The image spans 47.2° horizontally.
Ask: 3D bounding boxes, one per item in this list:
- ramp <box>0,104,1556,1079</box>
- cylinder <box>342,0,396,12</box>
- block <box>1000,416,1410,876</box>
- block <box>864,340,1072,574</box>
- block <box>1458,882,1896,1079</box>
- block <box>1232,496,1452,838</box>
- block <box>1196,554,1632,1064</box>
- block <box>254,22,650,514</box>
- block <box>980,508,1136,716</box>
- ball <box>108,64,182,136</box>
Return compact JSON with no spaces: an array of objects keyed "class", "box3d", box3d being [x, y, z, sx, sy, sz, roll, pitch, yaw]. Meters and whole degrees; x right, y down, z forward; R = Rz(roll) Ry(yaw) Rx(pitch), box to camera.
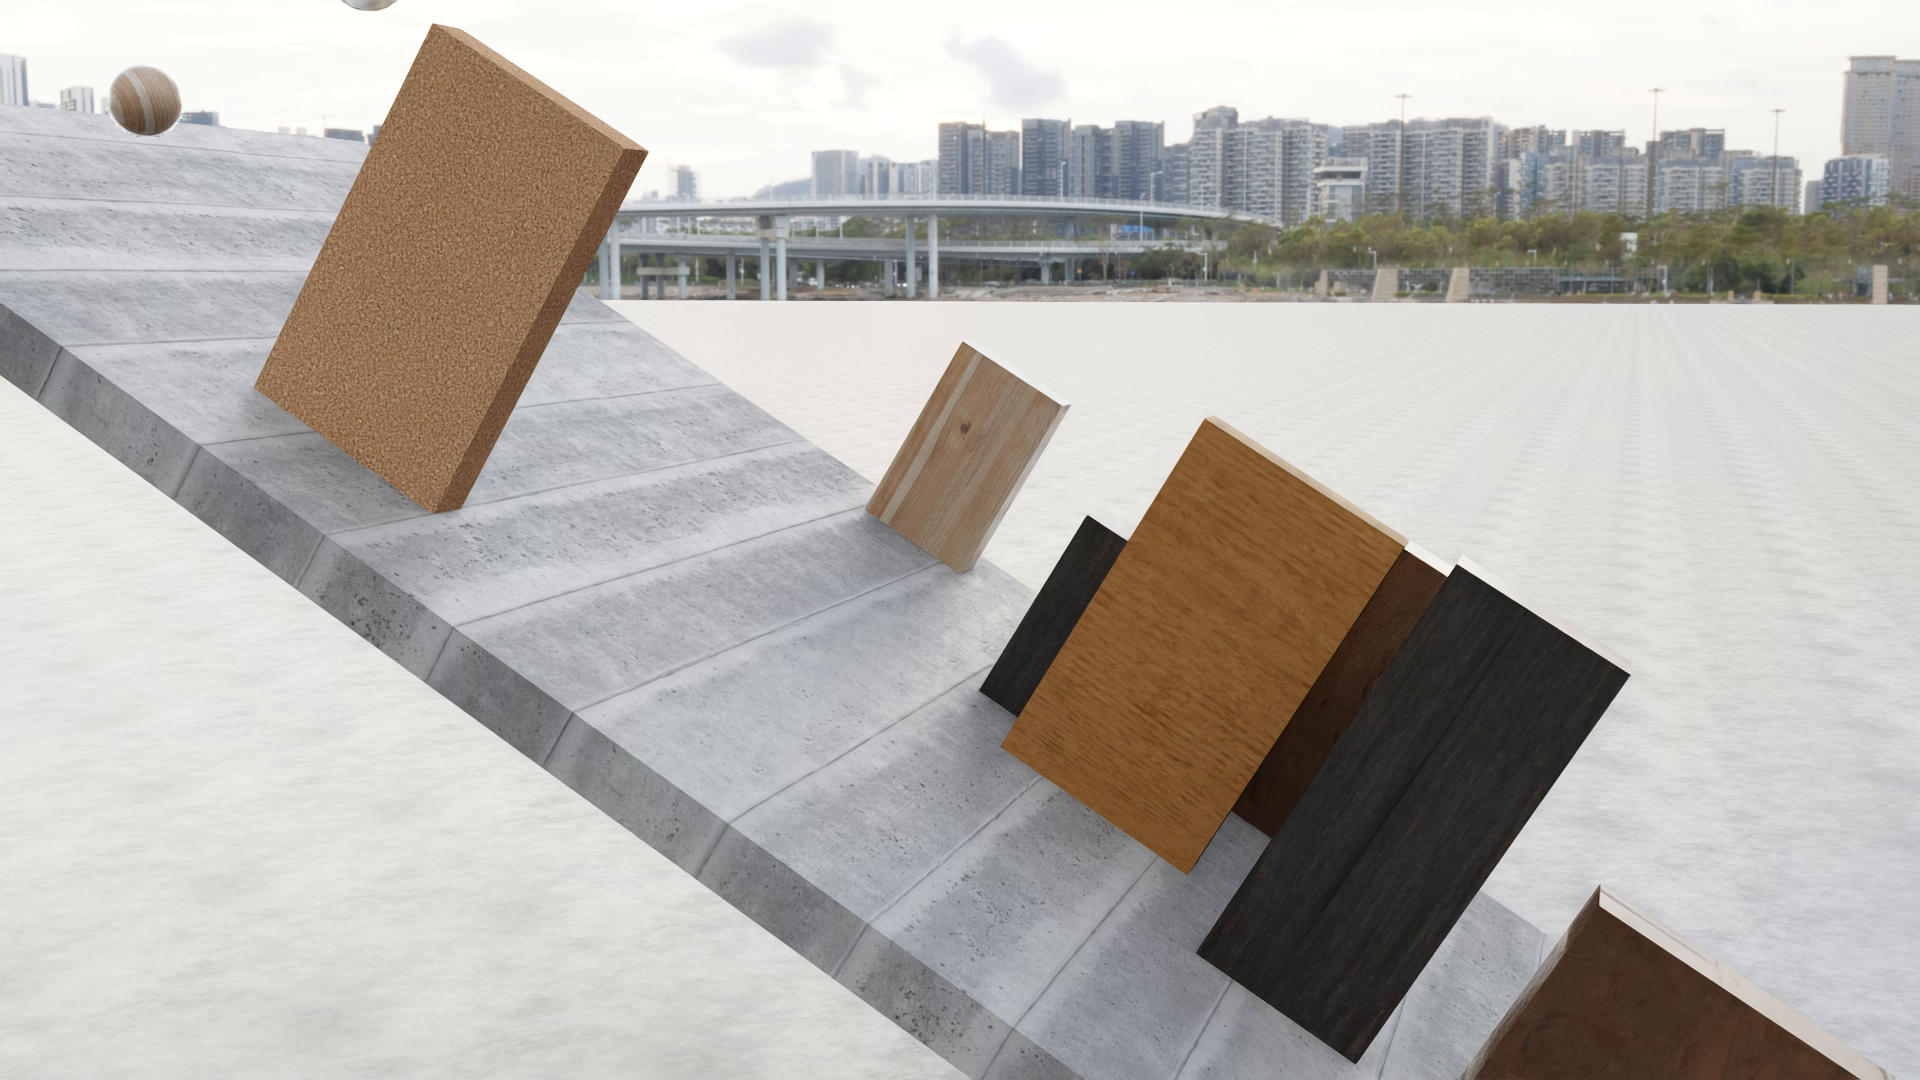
[{"class":"ramp","box3d":[-0.160,0.265,4.116,4.000,0.100,2.000,34,15,11]},{"class":"cylinder","box3d":[-1.204,-1.158,4.421,0.162,0.162,0.162,-1,3,-5]},{"class":"block","box3d":[0.430,0.189,3.927,0.408,0.710,0.092,34,15,11]},{"class":"block","box3d":[0.016,-0.184,4.864,0.264,0.441,0.086,34,15,11]},{"class":"block","box3d":[0.881,0.833,2.943,0.443,0.588,0.117,34,15,11]},{"class":"block","box3d":[0.732,0.281,4.372,0.383,0.632,0.136,34,15,11]},{"class":"block","box3d":[0.726,0.438,3.558,0.312,0.778,0.118,34,15,11]},{"class":"block","box3d":[-0.829,-0.433,3.555,0.385,0.678,0.089,34,15,11]},{"class":"block","box3d":[0.310,0.215,4.202,0.375,0.407,0.137,34,15,11]},{"class":"ball","box3d":[-1.591,-0.859,4.294,0.138,0.138,0.138,0,7,0]}]
